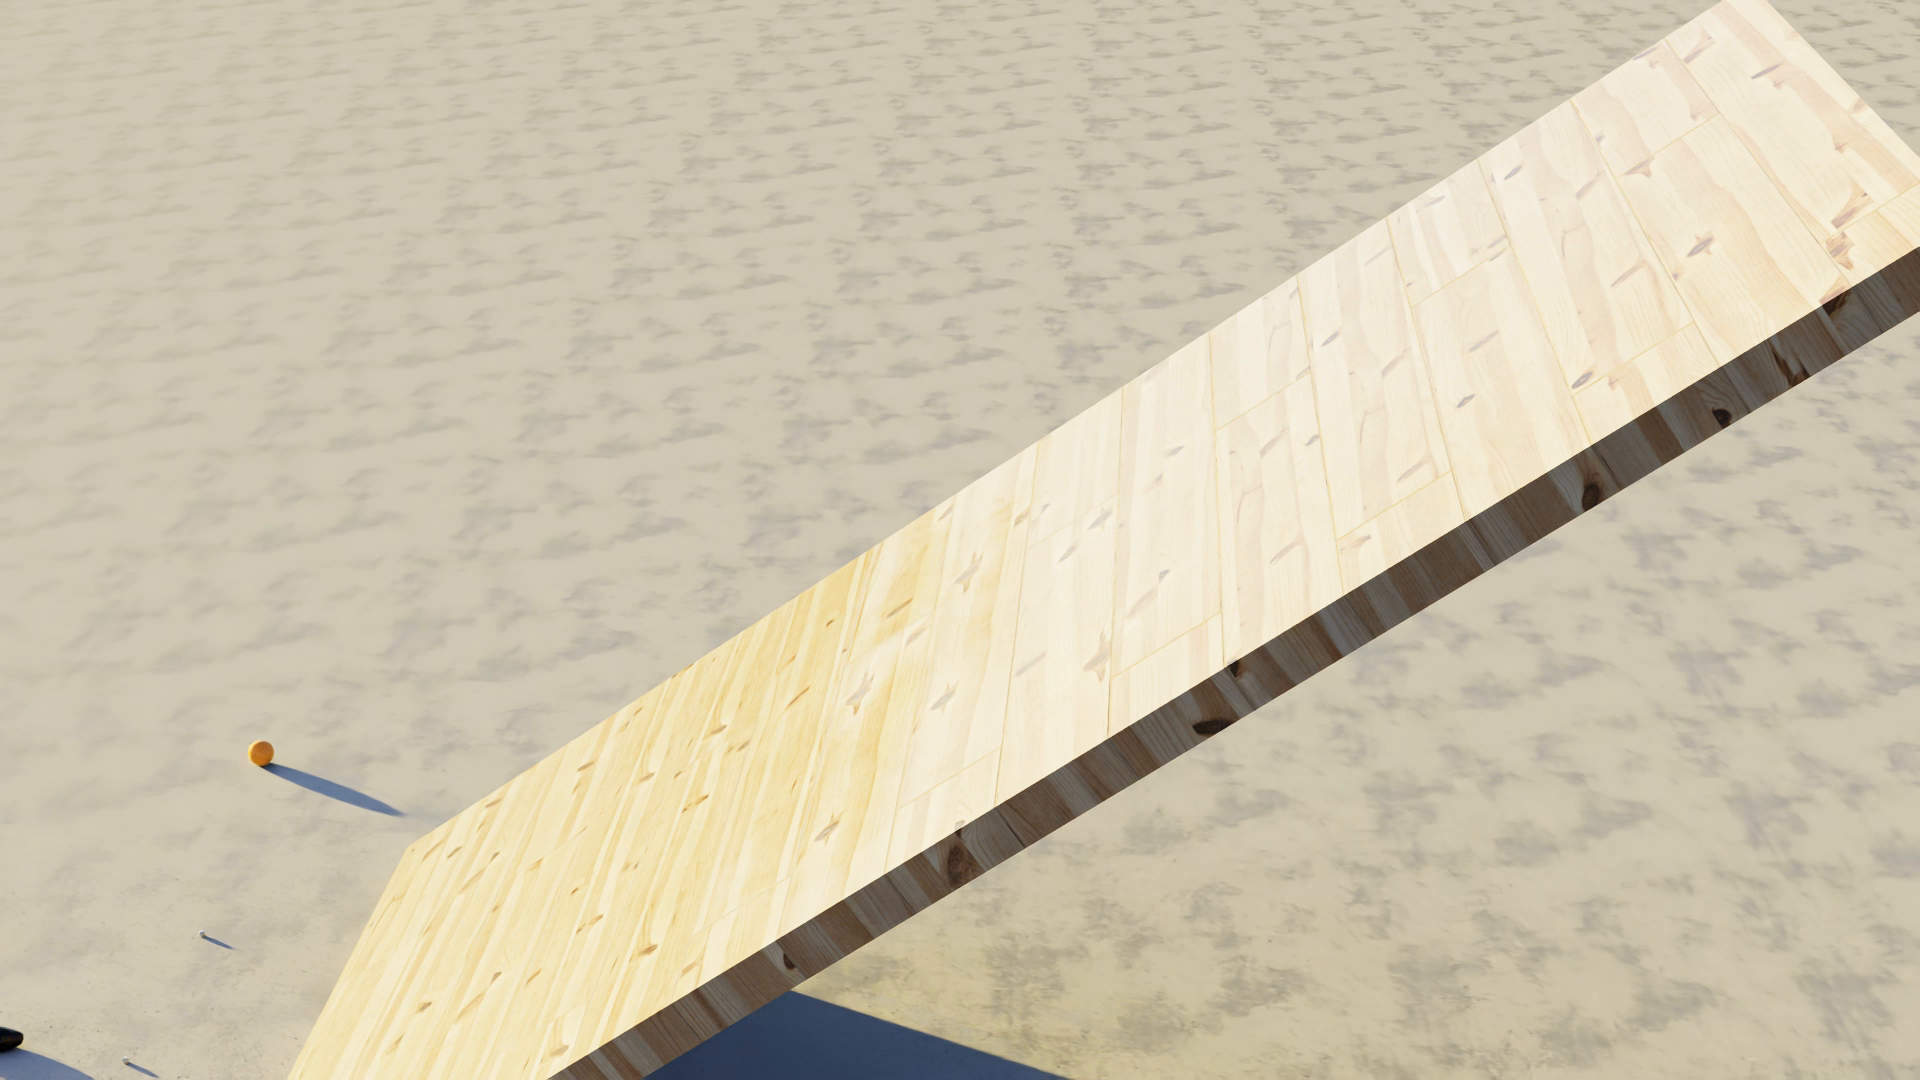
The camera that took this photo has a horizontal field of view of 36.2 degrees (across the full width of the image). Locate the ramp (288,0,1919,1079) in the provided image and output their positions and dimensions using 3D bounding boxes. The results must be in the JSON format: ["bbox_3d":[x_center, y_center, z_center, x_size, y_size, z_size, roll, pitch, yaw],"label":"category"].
[{"bbox_3d":[0.135,0.174,6.307,4.000,0.100,2.000,-33,16,15],"label":"ramp"}]
